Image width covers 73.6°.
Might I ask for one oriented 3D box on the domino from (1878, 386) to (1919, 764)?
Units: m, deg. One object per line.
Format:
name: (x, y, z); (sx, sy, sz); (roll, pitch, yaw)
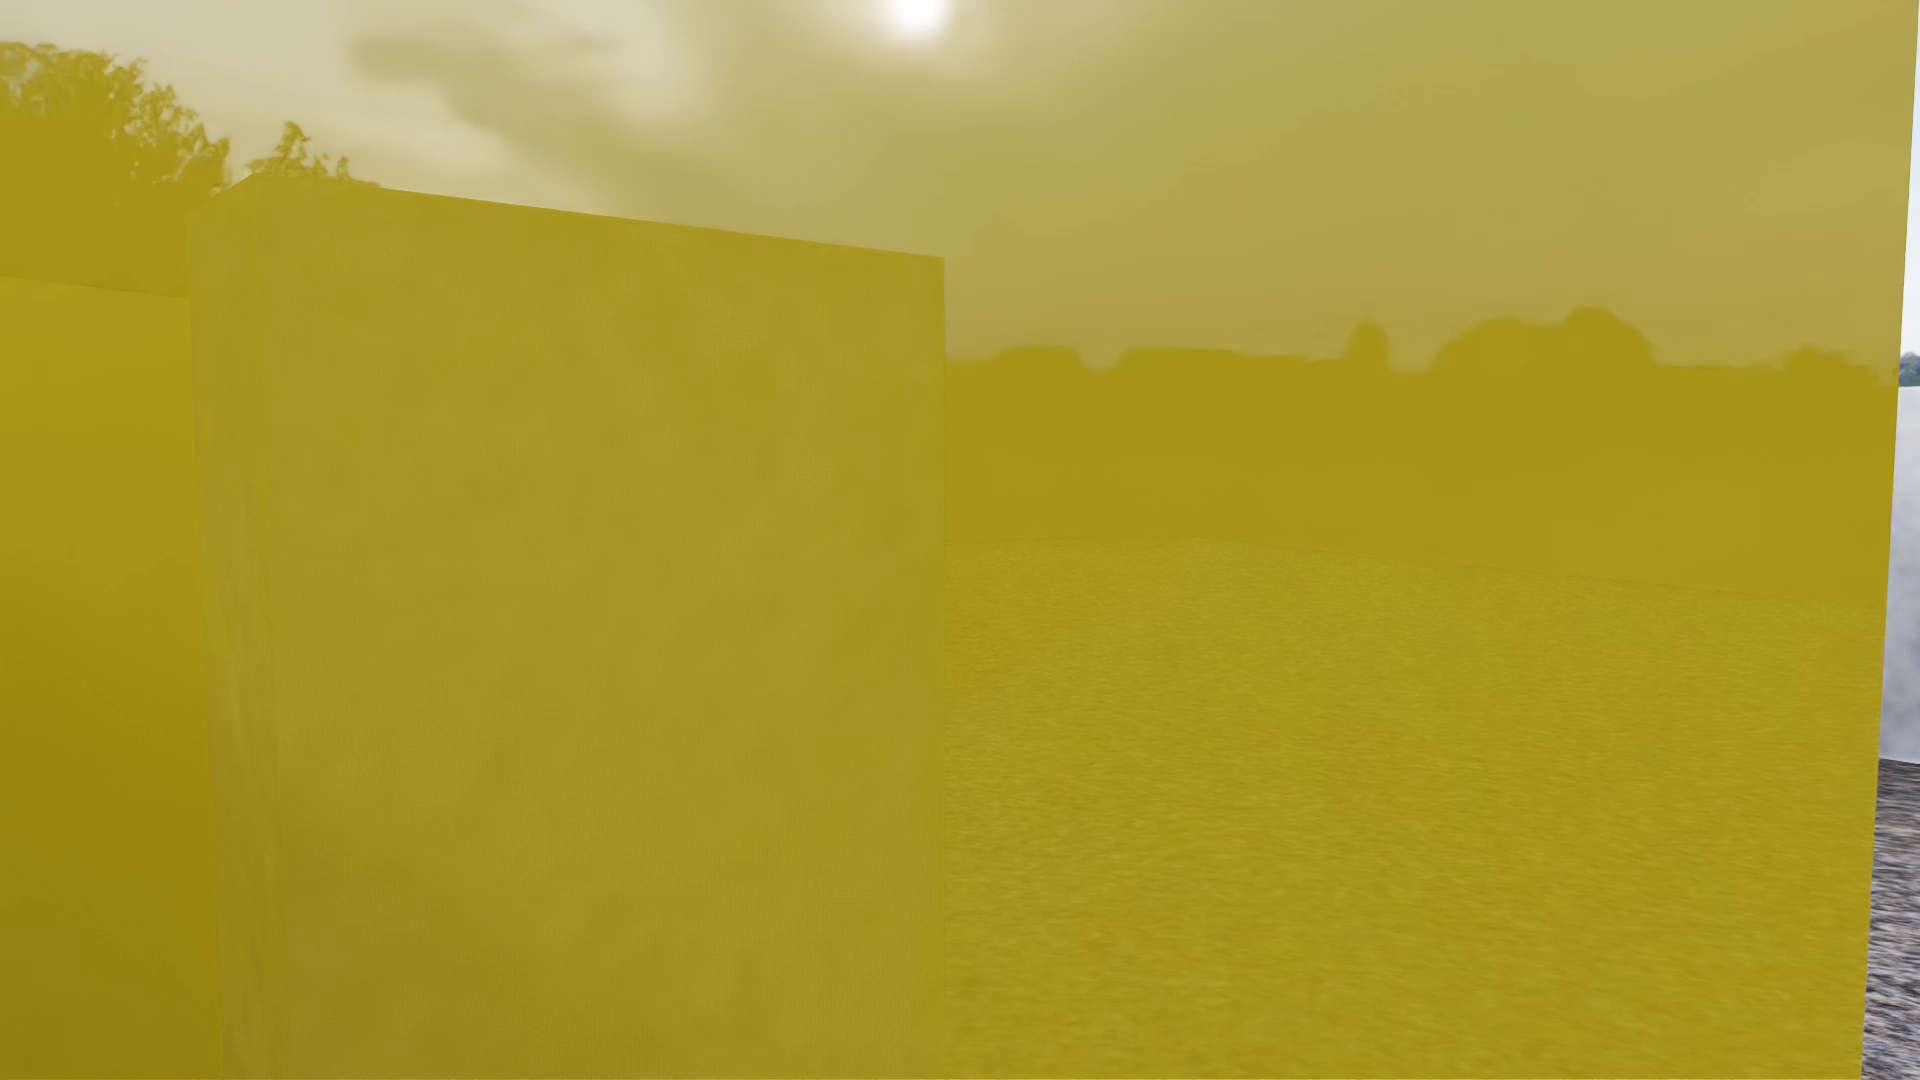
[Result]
domino: (0.132, 0.005, 0.172); (0.009, 0.050, 0.025); (-4, 6, -41)

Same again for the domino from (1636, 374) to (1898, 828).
domino: (0.095, 0.006, 0.154); (0.010, 0.050, 0.025); (-1, 4, -14)

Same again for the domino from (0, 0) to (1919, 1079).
domino: (-0.004, 0.016, 0.018); (0.025, 0.050, 0.010); (2, 5, 22)

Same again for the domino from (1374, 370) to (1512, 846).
domino: (0.051, 0.007, 0.147); (0.010, 0.050, 0.025); (0, 4, -7)

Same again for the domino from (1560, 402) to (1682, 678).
domino: (0.125, -0.001, 0.243); (0.025, 0.050, 0.009); (-3, 6, -39)

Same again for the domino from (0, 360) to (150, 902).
domino: (-0.093, 0.008, 0.130); (0.010, 0.050, 0.025); (-1, 4, -15)

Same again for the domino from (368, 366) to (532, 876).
domino: (-0.054, 0.007, 0.138); (0.009, 0.050, 0.025); (-1, 4, -8)

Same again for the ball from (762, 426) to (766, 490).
ball: (-0.004, -0.019, 0.288); (0.080, 0.080, 0.080); (0, 4, 0)

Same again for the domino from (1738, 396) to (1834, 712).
domino: (0.143, 0.002, 0.210); (0.025, 0.050, 0.009); (-1, 4, -16)

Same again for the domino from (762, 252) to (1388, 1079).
domino: (0.005, 0.013, 0.058); (0.025, 0.050, 0.010); (0, 4, 6)
